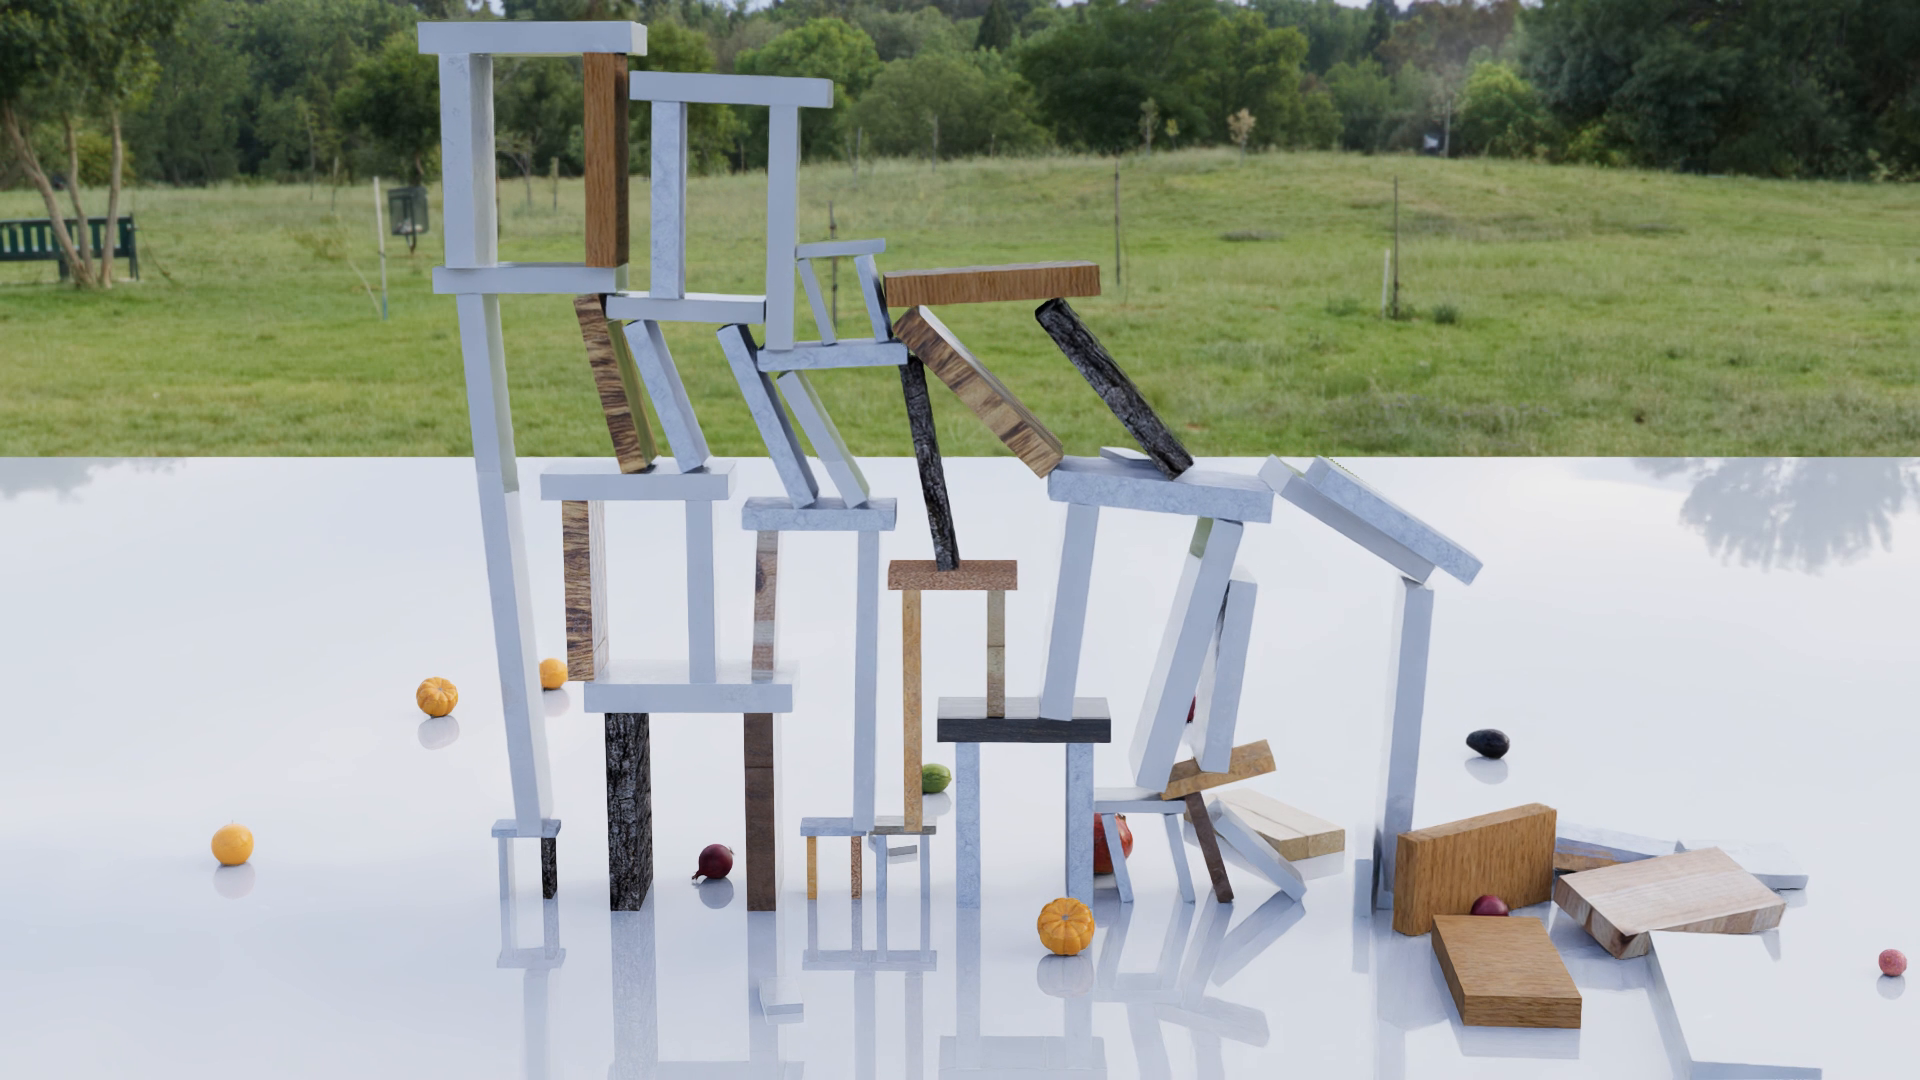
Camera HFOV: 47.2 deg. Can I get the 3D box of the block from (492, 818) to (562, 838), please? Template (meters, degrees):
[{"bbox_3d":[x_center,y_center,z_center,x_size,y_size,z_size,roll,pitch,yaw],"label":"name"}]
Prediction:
[{"bbox_3d":[-0.719,0.478,3.648,0.106,0.015,0.053,0,10,-1],"label":"block"}]

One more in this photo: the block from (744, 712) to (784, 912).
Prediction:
[{"bbox_3d":[-0.324,0.426,3.638,0.047,0.334,0.167,0,11,0],"label":"block"}]

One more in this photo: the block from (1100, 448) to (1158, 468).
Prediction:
[{"bbox_3d":[0.277,-0.135,3.622,0.053,0.015,0.106,1,11,-23],"label":"block"}]

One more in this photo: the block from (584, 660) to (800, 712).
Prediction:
[{"bbox_3d":[-0.435,0.239,3.603,0.334,0.047,0.167,0,11,0],"label":"block"}]

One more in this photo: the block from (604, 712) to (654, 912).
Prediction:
[{"bbox_3d":[-0.547,0.426,3.639,0.047,0.334,0.167,0,11,0],"label":"block"}]

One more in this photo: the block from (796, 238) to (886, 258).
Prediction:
[{"bbox_3d":[-0.187,-0.461,3.468,0.140,0.020,0.070,-4,11,-2],"label":"block"}]

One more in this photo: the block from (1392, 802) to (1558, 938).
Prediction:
[{"bbox_3d":[0.834,0.531,3.555,0.315,0.158,0.045,-7,14,-32],"label":"block"}]

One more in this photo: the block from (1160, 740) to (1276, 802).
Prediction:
[{"bbox_3d":[0.421,0.379,3.630,0.193,0.027,0.096,-16,10,4],"label":"block"}]

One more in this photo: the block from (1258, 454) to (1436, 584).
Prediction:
[{"bbox_3d":[0.627,-0.035,3.566,0.288,0.041,0.144,30,10,-13],"label":"block"}]

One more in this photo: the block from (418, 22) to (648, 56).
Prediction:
[{"bbox_3d":[-0.659,-0.777,3.413,0.324,0.046,0.162,0,10,0],"label":"block"}]

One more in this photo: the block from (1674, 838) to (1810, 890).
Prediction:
[{"bbox_3d":[1.318,0.546,3.710,0.194,0.028,0.097,4,27,-10],"label":"block"}]

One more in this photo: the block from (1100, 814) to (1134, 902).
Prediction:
[{"bbox_3d":[0.259,0.516,3.651,0.022,0.152,0.076,-13,10,2],"label":"block"}]

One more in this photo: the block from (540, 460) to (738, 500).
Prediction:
[{"bbox_3d":[-0.514,-0.097,3.542,0.296,0.042,0.148,0,11,0],"label":"block"}]

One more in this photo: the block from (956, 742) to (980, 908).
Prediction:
[{"bbox_3d":[0.013,0.452,3.642,0.040,0.281,0.140,0,11,0],"label":"block"}]

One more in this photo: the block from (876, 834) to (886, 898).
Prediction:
[{"bbox_3d":[-0.131,0.535,3.661,0.016,0.111,0.055,0,11,0],"label":"block"}]

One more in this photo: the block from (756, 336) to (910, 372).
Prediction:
[{"bbox_3d":[-0.200,-0.297,3.506,0.236,0.033,0.118,-3,11,1],"label":"block"}]

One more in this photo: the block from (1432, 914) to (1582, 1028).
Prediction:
[{"bbox_3d":[0.809,0.639,3.277,0.163,0.046,0.327,1,11,4],"label":"block"}]

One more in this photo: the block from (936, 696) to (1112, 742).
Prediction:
[{"bbox_3d":[0.104,0.295,3.612,0.281,0.040,0.140,0,11,1],"label":"block"}]

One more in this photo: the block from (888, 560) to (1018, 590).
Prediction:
[{"bbox_3d":[-0.011,0.056,3.566,0.208,0.029,0.104,0,11,1],"label":"block"}]

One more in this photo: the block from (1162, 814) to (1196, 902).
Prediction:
[{"bbox_3d":[0.361,0.516,3.650,0.022,0.152,0.076,-13,10,2],"label":"block"}]

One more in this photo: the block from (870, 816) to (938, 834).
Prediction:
[{"bbox_3d":[-0.094,0.473,3.649,0.111,0.016,0.055,0,11,1],"label":"block"}]

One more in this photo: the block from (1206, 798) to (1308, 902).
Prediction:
[{"bbox_3d":[0.493,0.515,3.662,0.193,0.027,0.096,42,8,-7],"label":"block"}]

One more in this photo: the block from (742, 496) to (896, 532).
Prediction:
[{"bbox_3d":[-0.225,-0.043,3.558,0.243,0.034,0.121,0,11,0],"label":"block"}]

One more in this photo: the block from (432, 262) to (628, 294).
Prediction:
[{"bbox_3d":[-0.677,-0.416,3.485,0.283,0.040,0.141,0,10,1],"label":"block"}]

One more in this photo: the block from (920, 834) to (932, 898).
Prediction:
[{"bbox_3d":[-0.057,0.535,3.661,0.016,0.111,0.055,0,11,2],"label":"block"}]

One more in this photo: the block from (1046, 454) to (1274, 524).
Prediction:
[{"bbox_3d":[0.319,-0.084,3.547,0.351,0.050,0.175,6,10,0],"label":"block"}]

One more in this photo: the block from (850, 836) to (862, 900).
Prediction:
[{"bbox_3d":[-0.172,0.537,3.659,0.015,0.109,0.054,0,11,0],"label":"block"}]

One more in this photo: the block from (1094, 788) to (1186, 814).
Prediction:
[{"bbox_3d":[0.293,0.430,3.635,0.152,0.022,0.076,0,11,0],"label":"block"}]

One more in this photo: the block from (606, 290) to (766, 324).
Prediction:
[{"bbox_3d":[-0.429,-0.370,3.491,0.246,0.035,0.123,2,11,0],"label":"block"}]

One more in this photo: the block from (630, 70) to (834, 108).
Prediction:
[{"bbox_3d":[-0.352,-0.701,3.426,0.301,0.043,0.151,2,11,0],"label":"block"}]

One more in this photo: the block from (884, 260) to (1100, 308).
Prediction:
[{"bbox_3d":[0.047,-0.409,3.503,0.334,0.047,0.167,-4,10,-3],"label":"block"}]

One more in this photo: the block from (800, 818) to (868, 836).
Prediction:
[{"bbox_3d":[-0.209,0.475,3.647,0.109,0.015,0.054,0,11,0],"label":"block"}]

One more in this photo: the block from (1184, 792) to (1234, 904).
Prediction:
[{"bbox_3d":[0.410,0.496,3.653,0.027,0.193,0.096,-18,10,4],"label":"block"}]

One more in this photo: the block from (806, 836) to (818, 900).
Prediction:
[{"bbox_3d":[-0.245,0.537,3.659,0.015,0.109,0.054,0,11,0],"label":"block"}]

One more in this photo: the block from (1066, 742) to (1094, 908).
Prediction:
[{"bbox_3d":[0.197,0.452,3.644,0.040,0.281,0.140,0,11,0],"label":"block"}]
